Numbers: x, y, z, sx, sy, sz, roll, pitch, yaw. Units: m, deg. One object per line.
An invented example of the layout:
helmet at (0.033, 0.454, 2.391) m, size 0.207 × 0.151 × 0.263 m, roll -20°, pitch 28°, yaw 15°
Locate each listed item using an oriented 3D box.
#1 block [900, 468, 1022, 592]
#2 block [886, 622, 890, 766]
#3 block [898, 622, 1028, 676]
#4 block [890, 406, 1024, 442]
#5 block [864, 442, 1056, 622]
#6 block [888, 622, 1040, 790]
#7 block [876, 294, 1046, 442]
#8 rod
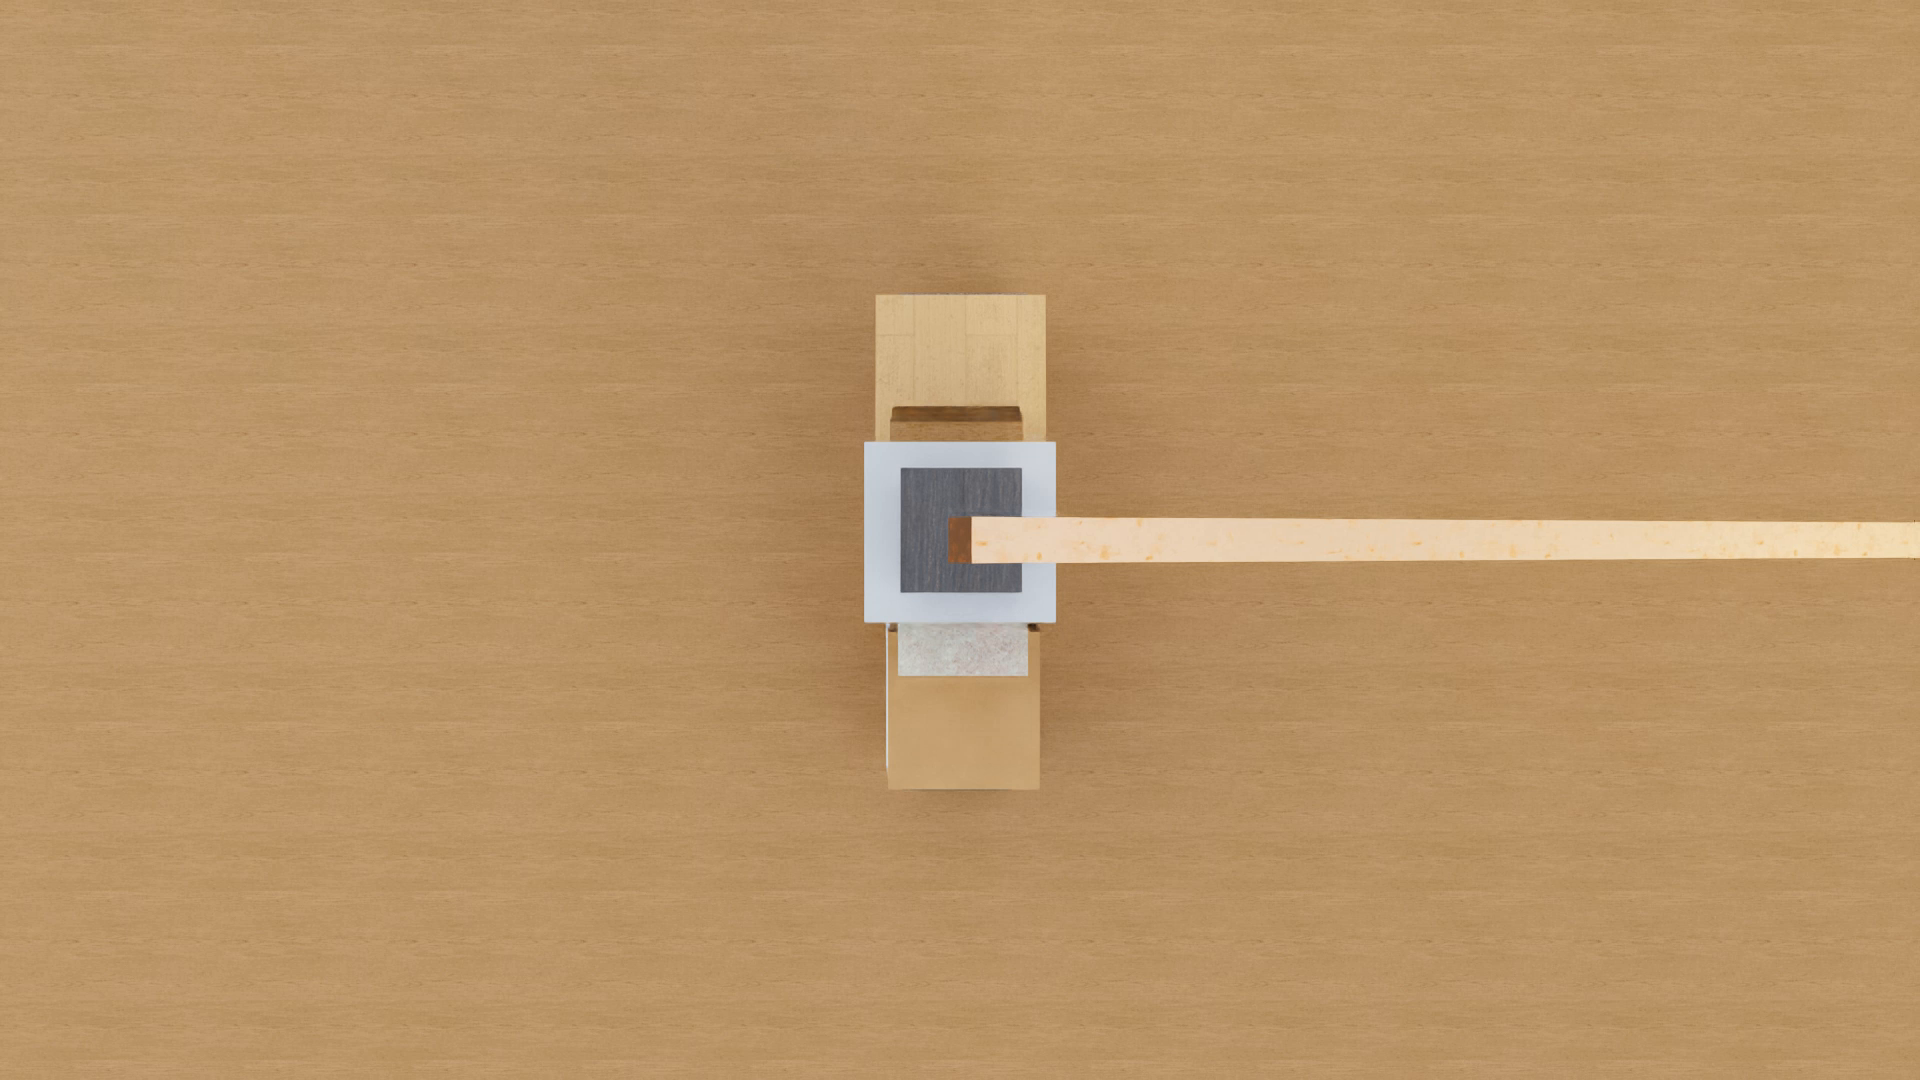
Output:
block at (0.005, -0.031, 7.939) m, size 0.429 × 0.407 × 0.440 m, roll 0°, pitch 89°, yaw 0°
block at (-0.004, 0.794, 11.920) m, size 0.767 × 0.723 × 0.788 m, roll 0°, pitch 90°, yaw 0°
block at (0.014, 0.367, 10.267) m, size 0.587 × 0.603 × 0.535 m, roll 0°, pitch 86°, yaw 0°
block at (-0.017, -0.284, 10.359) m, size 0.607 × 0.583 × 0.629 m, roll 0°, pitch 100°, yaw 0°
block at (0.001, -0.023, 8.478) m, size 0.708 × 0.671 × 0.670 m, roll 0°, pitch 89°, yaw 0°
block at (0.019, 0.796, 10.996) m, size 0.731 × 0.816 × 0.767 m, roll 0°, pitch 94°, yaw 0°
block at (0.003, -0.771, 11.037) m, size 0.825 × 0.737 × 0.771 m, roll 0°, pitch 84°, yaw 0°
rod at (2.234, 0.000, 5.159) m, size 5.200 × 0.080 × 0.080 m, roll 0°, pitch 90°, yaw -31°
